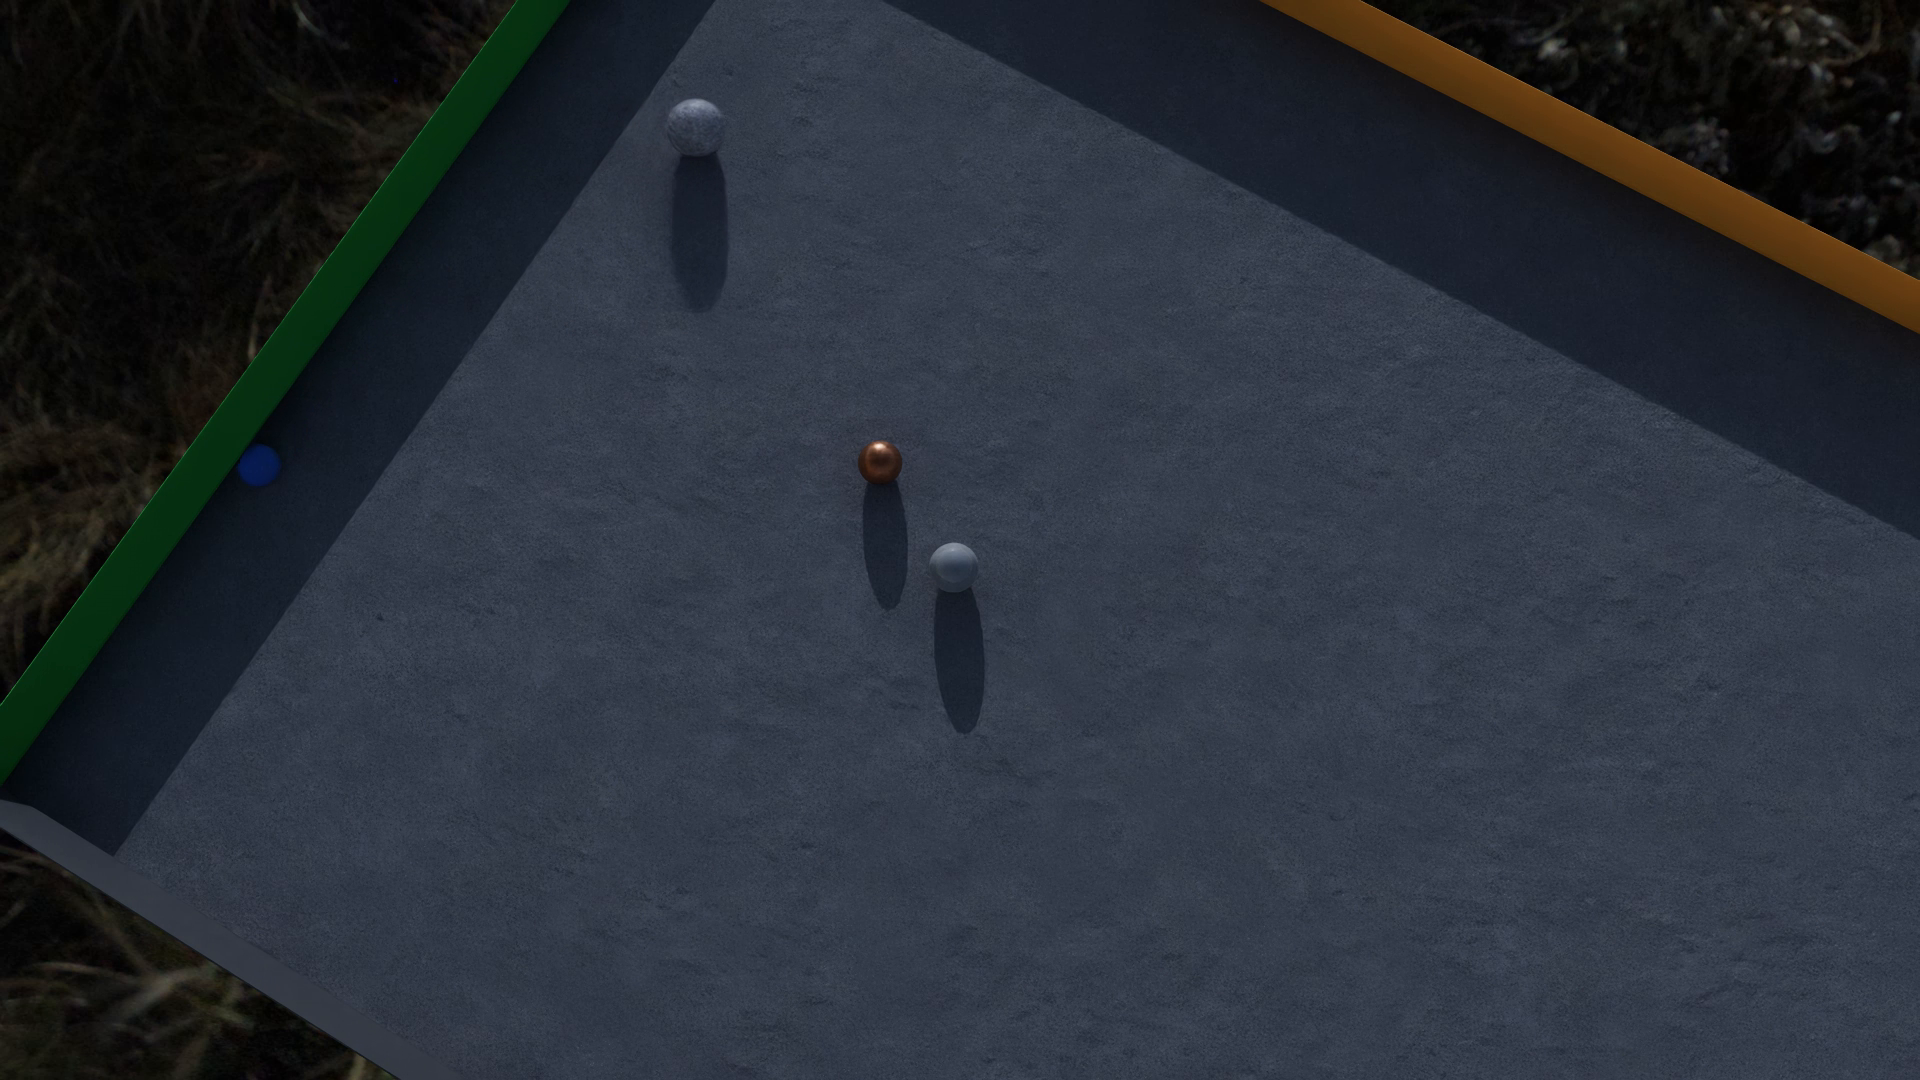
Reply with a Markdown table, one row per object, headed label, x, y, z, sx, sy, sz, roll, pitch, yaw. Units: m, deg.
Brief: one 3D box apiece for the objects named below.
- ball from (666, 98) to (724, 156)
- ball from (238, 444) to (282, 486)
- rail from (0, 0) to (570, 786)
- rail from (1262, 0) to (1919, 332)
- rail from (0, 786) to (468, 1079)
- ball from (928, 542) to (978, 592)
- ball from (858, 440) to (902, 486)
| label | x | y | z | sx | sy | sz | roll | pitch | yaw |
| --- | --- | --- | --- | --- | --- | --- | --- | --- | --- |
| ball | -0.432 | -0.672 | 3.584 | 0.094 | 0.094 | 0.094 | 0 | 73 | 0 |
| ball | -1.091 | -0.117 | 3.427 | 0.065 | 0.065 | 0.065 | 0 | 73 | 0 |
| rail | -0.904 | -0.514 | 3.519 | 0.045 | 0.122 | 2.196 | 29 | 75 | 9 |
| rail | 1.468 | -0.375 | 3.476 | 4.287 | 0.122 | 0.045 | 29 | 75 | 9 |
| rail | 0.381 | 1.395 | 2.924 | 4.287 | 0.122 | 0.045 | 29 | 75 | 9 |
| ball | -0.009 | 0.042 | 3.370 | 0.077 | 0.077 | 0.077 | 0 | 73 | 0 |
| ball | -0.124 | -0.120 | 3.425 | 0.070 | 0.070 | 0.070 | 0 | 73 | 0 |
